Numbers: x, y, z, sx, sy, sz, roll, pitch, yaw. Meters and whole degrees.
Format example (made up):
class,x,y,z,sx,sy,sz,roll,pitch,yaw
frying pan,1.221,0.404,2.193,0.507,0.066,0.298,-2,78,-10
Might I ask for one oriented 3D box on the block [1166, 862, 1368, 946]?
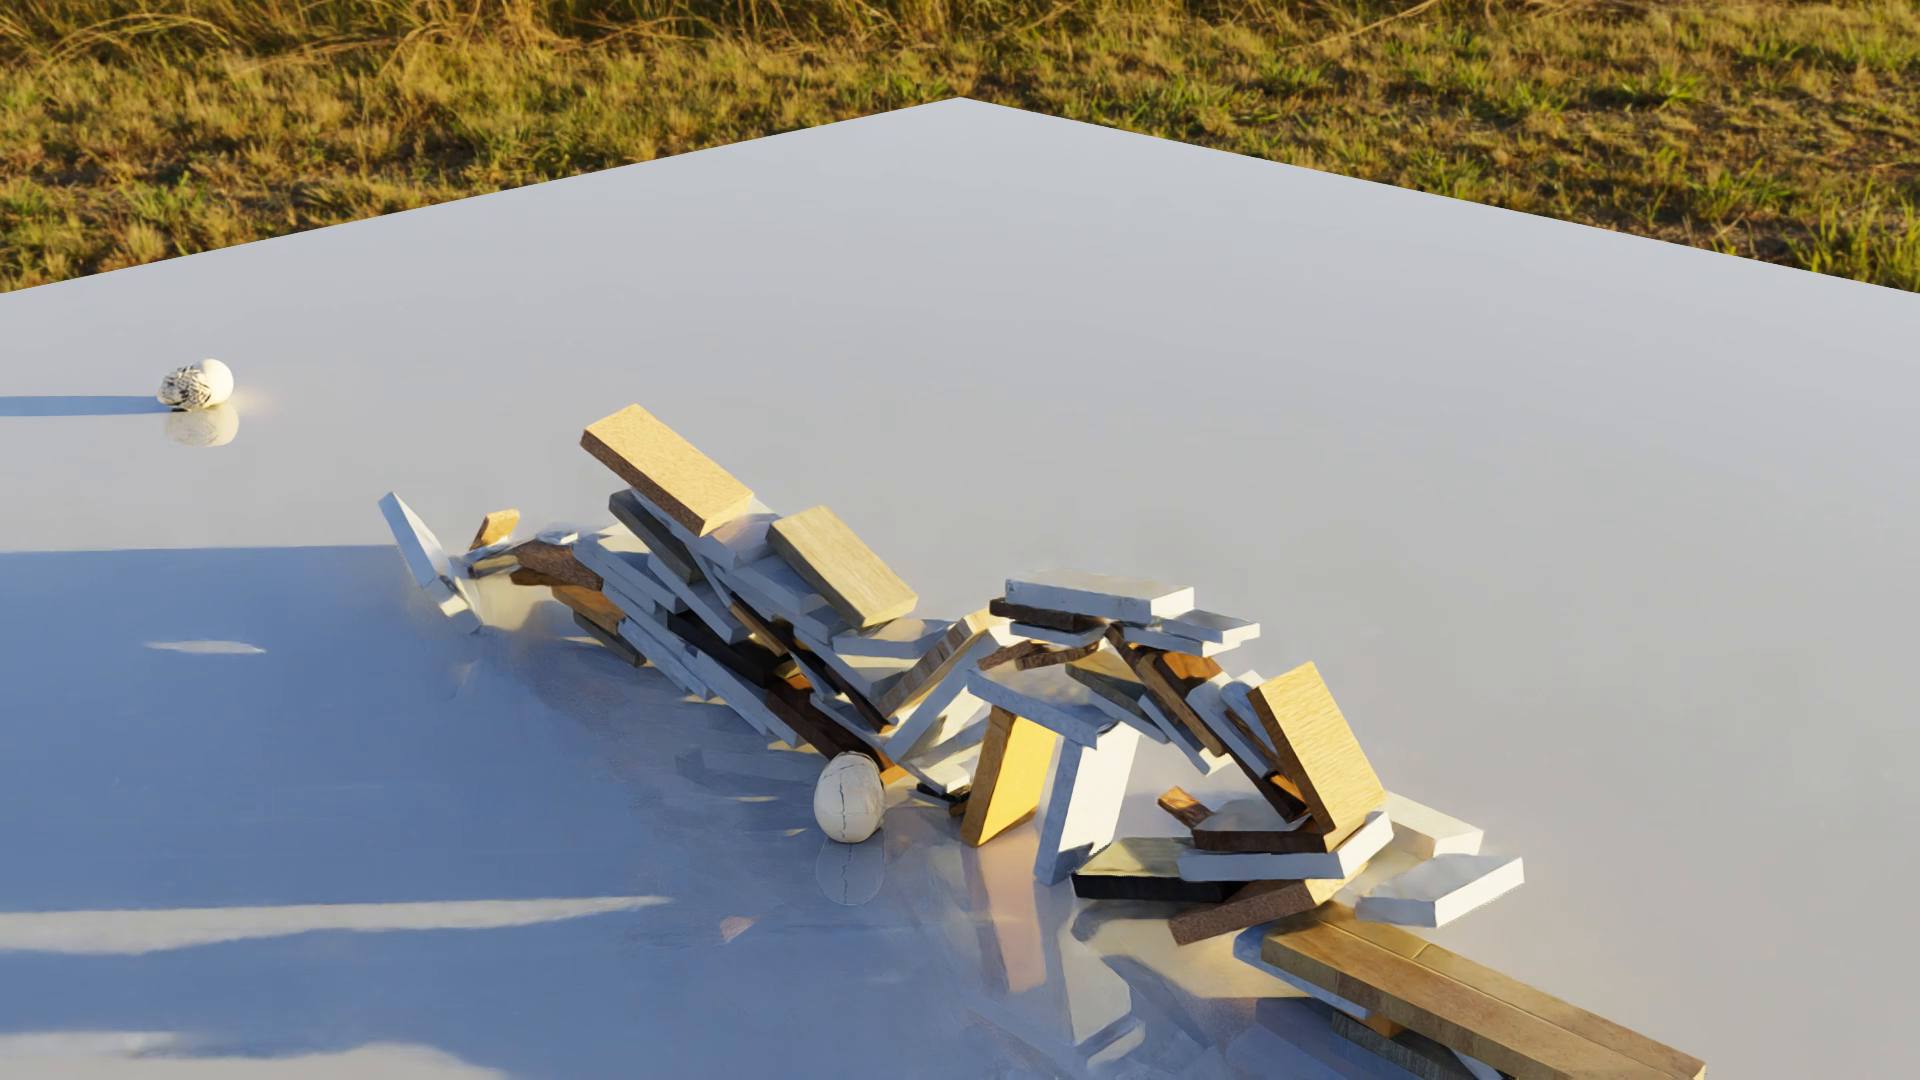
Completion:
class,x,y,z,sx,sy,sz,roll,pitch,yaw
block,0.543,0.630,3.904,0.171,0.048,0.341,-26,-1,-44

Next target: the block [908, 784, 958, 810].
class,x,y,z,sx,sy,sz,roll,pitch,yaw
block,-0.044,0.519,4.496,0.119,0.017,0.059,12,24,43

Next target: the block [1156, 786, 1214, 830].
class,x,y,z,sx,sy,sz,roll,pitch,yaw
block,0.411,0.486,3.932,0.108,0.015,0.054,36,40,25

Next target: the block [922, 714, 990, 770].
class,x,y,z,sx,sy,sz,roll,pitch,yaw
block,0.035,0.396,4.391,0.111,0.031,0.221,-6,-21,-46

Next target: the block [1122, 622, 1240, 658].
class,x,y,z,sx,sy,sz,roll,pitch,yaw
block,0.391,0.170,3.898,0.096,0.027,0.192,-14,16,-40

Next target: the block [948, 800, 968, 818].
class,x,y,z,sx,sy,sz,roll,pitch,yaw
block,0.032,0.523,4.414,0.059,0.017,0.119,-21,-10,-40

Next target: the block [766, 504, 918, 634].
class,x,y,z,sx,sy,sz,roll,pitch,yaw
block,-0.247,0.057,4.586,0.154,0.044,0.309,-22,56,-42

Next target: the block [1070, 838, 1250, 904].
class,x,y,z,sx,sy,sz,roll,pitch,yaw
block,0.390,0.608,4.066,0.341,0.048,0.171,-7,13,44

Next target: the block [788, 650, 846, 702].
class,x,y,z,sx,sy,sz,roll,pitch,yaw
block,-0.295,0.273,4.686,0.079,0.022,0.157,-12,48,-33

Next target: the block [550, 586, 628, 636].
class,x,y,z,sx,sy,sz,roll,pitch,yaw
block,-0.841,0.140,5.206,0.251,0.036,0.126,27,41,37

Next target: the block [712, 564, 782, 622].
class,x,y,z,sx,sy,sz,roll,pitch,yaw
block,-0.438,0.099,4.748,0.183,0.026,0.091,39,42,22

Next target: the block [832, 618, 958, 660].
class,x,y,z,sx,sy,sz,roll,pitch,yaw
block,-0.127,0.198,4.460,0.132,0.037,0.264,-21,14,-38

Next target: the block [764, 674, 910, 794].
class,x,y,z,sx,sy,sz,roll,pitch,yaw
block,-0.239,0.395,4.657,0.168,0.048,0.336,-22,47,-41

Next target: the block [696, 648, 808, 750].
class,x,y,z,sx,sy,sz,roll,pitch,yaw
block,-0.405,0.317,4.803,0.168,0.048,0.336,-22,47,-41

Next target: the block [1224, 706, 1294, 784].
class,x,y,z,sx,sy,sz,roll,pitch,yaw
block,0.538,0.335,3.768,0.084,0.024,0.167,-25,63,-43

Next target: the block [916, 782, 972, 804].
class,x,y,z,sx,sy,sz,roll,pitch,yaw
block,-0.026,0.507,4.475,0.059,0.017,0.119,-20,23,-41

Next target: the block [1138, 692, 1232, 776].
class,x,y,z,sx,sy,sz,roll,pitch,yaw
block,0.410,0.333,3.921,0.091,0.026,0.182,-23,61,-42

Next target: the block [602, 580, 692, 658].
class,x,y,z,sx,sy,sz,roll,pitch,yaw
block,-0.667,0.157,5.025,0.295,0.042,0.148,35,39,31

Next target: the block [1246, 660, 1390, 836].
class,x,y,z,sx,sy,sz,roll,pitch,yaw
block,0.602,0.348,3.699,0.134,0.268,0.038,-21,-13,-36

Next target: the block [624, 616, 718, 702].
class,x,y,z,sx,sy,sz,roll,pitch,yaw
block,-0.612,0.245,4.994,0.148,0.042,0.295,-22,47,-41

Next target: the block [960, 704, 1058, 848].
class,x,y,z,sx,sy,sz,roll,pitch,yaw
block,0.106,0.437,4.303,0.167,0.335,0.047,-22,47,-41

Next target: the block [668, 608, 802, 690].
class,x,y,z,sx,sy,sz,roll,pitch,yaw
block,-0.473,0.214,4.827,0.168,0.048,0.336,-21,36,-40

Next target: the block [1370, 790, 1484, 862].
class,x,y,z,sx,sy,sz,roll,pitch,yaw
block,0.836,0.544,4.354,0.349,0.049,0.175,21,15,41

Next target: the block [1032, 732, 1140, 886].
class,x,y,z,sx,sy,sz,roll,pitch,yaw
block,0.241,0.489,4.177,0.167,0.335,0.047,-21,44,-41

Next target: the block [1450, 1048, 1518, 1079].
class,x,y,z,sx,sy,sz,roll,pitch,yaw
block,0.901,0.839,3.616,0.149,0.042,0.297,-10,36,-29

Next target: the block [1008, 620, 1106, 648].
class,x,y,z,sx,sy,sz,roll,pitch,yaw
block,0.180,0.165,4.055,0.164,0.023,0.082,9,18,38

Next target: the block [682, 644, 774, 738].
class,x,y,z,sx,sy,sz,roll,pitch,yaw
block,-0.466,0.313,4.869,0.148,0.042,0.295,-21,46,-41

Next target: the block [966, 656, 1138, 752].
class,x,y,z,sx,sy,sz,roll,pitch,yaw
block,0.190,0.293,4.148,0.167,0.047,0.335,-21,31,-40

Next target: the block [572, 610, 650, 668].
class,x,y,z,sx,sy,sz,roll,pitch,yaw
block,-0.785,0.208,5.169,0.126,0.036,0.251,-26,41,-35

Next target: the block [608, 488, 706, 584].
class,x,y,z,sx,sy,sz,roll,pitch,yaw
block,-0.634,-0.021,4.910,0.151,0.043,0.301,-20,48,-41

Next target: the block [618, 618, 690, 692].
class,x,y,z,sx,sy,sz,roll,pitch,yaw
block,-0.658,0.245,5.047,0.126,0.036,0.251,-22,48,-40

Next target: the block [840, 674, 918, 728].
class,x,y,z,sx,sy,sz,roll,pitch,yaw
block,-0.166,0.299,4.592,0.196,0.028,0.098,42,43,18

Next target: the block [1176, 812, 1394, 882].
class,x,y,z,sx,sy,sz,roll,pitch,yaw
block,0.567,0.538,3.852,0.341,0.048,0.171,-10,12,42

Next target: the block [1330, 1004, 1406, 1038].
class,x,y,z,sx,sy,sz,roll,pitch,yaw
block,0.679,0.753,3.824,0.149,0.042,0.297,-18,29,-36

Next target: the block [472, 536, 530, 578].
class,x,y,z,sx,sy,sz,roll,pitch,yaw
block,-1.131,0.042,5.449,0.141,0.040,0.282,-22,7,-8

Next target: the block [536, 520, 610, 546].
class,x,y,z,sx,sy,sz,roll,pitch,yaw
block,-0.923,-0.013,5.250,0.159,0.023,0.080,6,27,20

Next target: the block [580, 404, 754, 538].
class,x,y,z,sx,sy,sz,roll,pitch,yaw
block,-0.621,-0.150,4.657,0.338,0.048,0.169,37,37,14

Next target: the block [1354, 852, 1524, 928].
class,x,y,z,sx,sy,sz,roll,pitch,yaw
block,0.833,0.604,3.812,0.155,0.044,0.310,-3,5,42
